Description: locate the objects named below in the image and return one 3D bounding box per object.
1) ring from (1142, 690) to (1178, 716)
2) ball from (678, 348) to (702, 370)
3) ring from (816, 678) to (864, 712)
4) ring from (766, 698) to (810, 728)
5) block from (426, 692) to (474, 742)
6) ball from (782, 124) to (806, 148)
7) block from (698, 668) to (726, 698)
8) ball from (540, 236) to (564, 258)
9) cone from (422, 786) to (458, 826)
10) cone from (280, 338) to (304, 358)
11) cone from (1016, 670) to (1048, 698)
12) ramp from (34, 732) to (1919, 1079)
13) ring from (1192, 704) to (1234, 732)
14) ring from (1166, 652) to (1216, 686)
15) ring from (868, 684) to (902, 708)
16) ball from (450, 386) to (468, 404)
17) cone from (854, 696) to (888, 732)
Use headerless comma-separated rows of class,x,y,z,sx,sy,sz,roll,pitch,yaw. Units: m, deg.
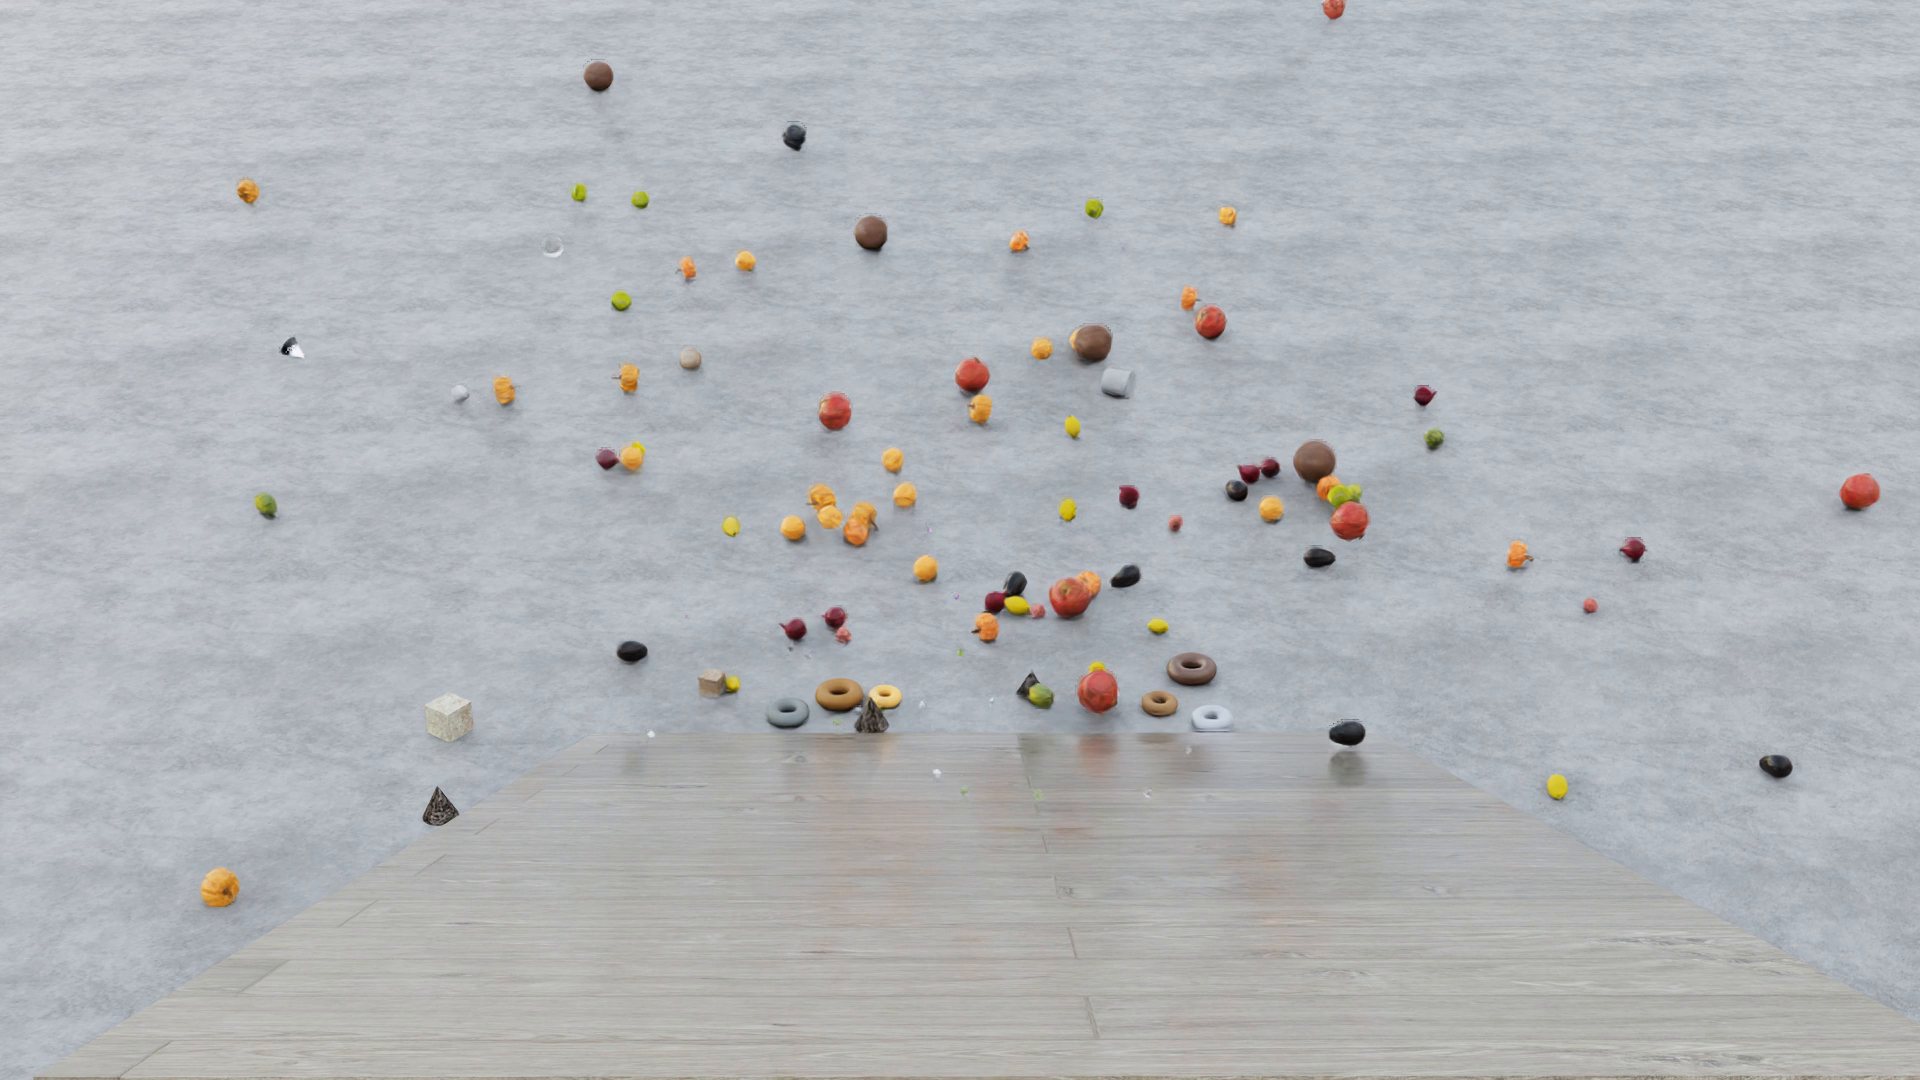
ring,0.531,0.435,6.872,0.098,0.033,0.098,1,29,0
ball,-0.919,-0.617,8.802,0.078,0.078,0.078,0,28,0
ring,-0.323,0.413,6.902,0.130,0.043,0.130,-1,29,1
ring,-0.455,0.455,6.827,0.115,0.038,0.115,-1,28,1
block,-1.336,0.464,6.762,0.084,0.084,0.084,19,33,32
ball,-0.694,-1.690,10.796,0.099,0.099,0.099,0,28,0
block,-0.667,0.385,6.942,0.054,0.054,0.054,8,29,15
ball,-1.533,-1.102,9.705,0.086,0.086,0.086,0,28,0
cone,-1.293,0.647,6.411,0.090,0.090,0.090,0,28,0
cone,-2.289,-0.649,8.910,0.072,0.072,0.072,36,37,9
cone,0.205,0.402,6.931,0.076,0.076,0.076,35,36,6
ramp,0.063,0.567,4.607,2.000,0.100,4.000,0,1,0
ring,0.664,0.471,6.798,0.111,0.037,0.111,-1,28,1
ring,0.629,0.350,7.017,0.137,0.046,0.137,-1,27,0
ring,-0.201,0.418,6.904,0.092,0.031,0.092,1,29,-1
ball,-1.659,-0.482,8.566,0.060,0.060,0.060,0,28,0
cone,-0.233,0.448,6.783,0.091,0.091,0.091,0,28,0
